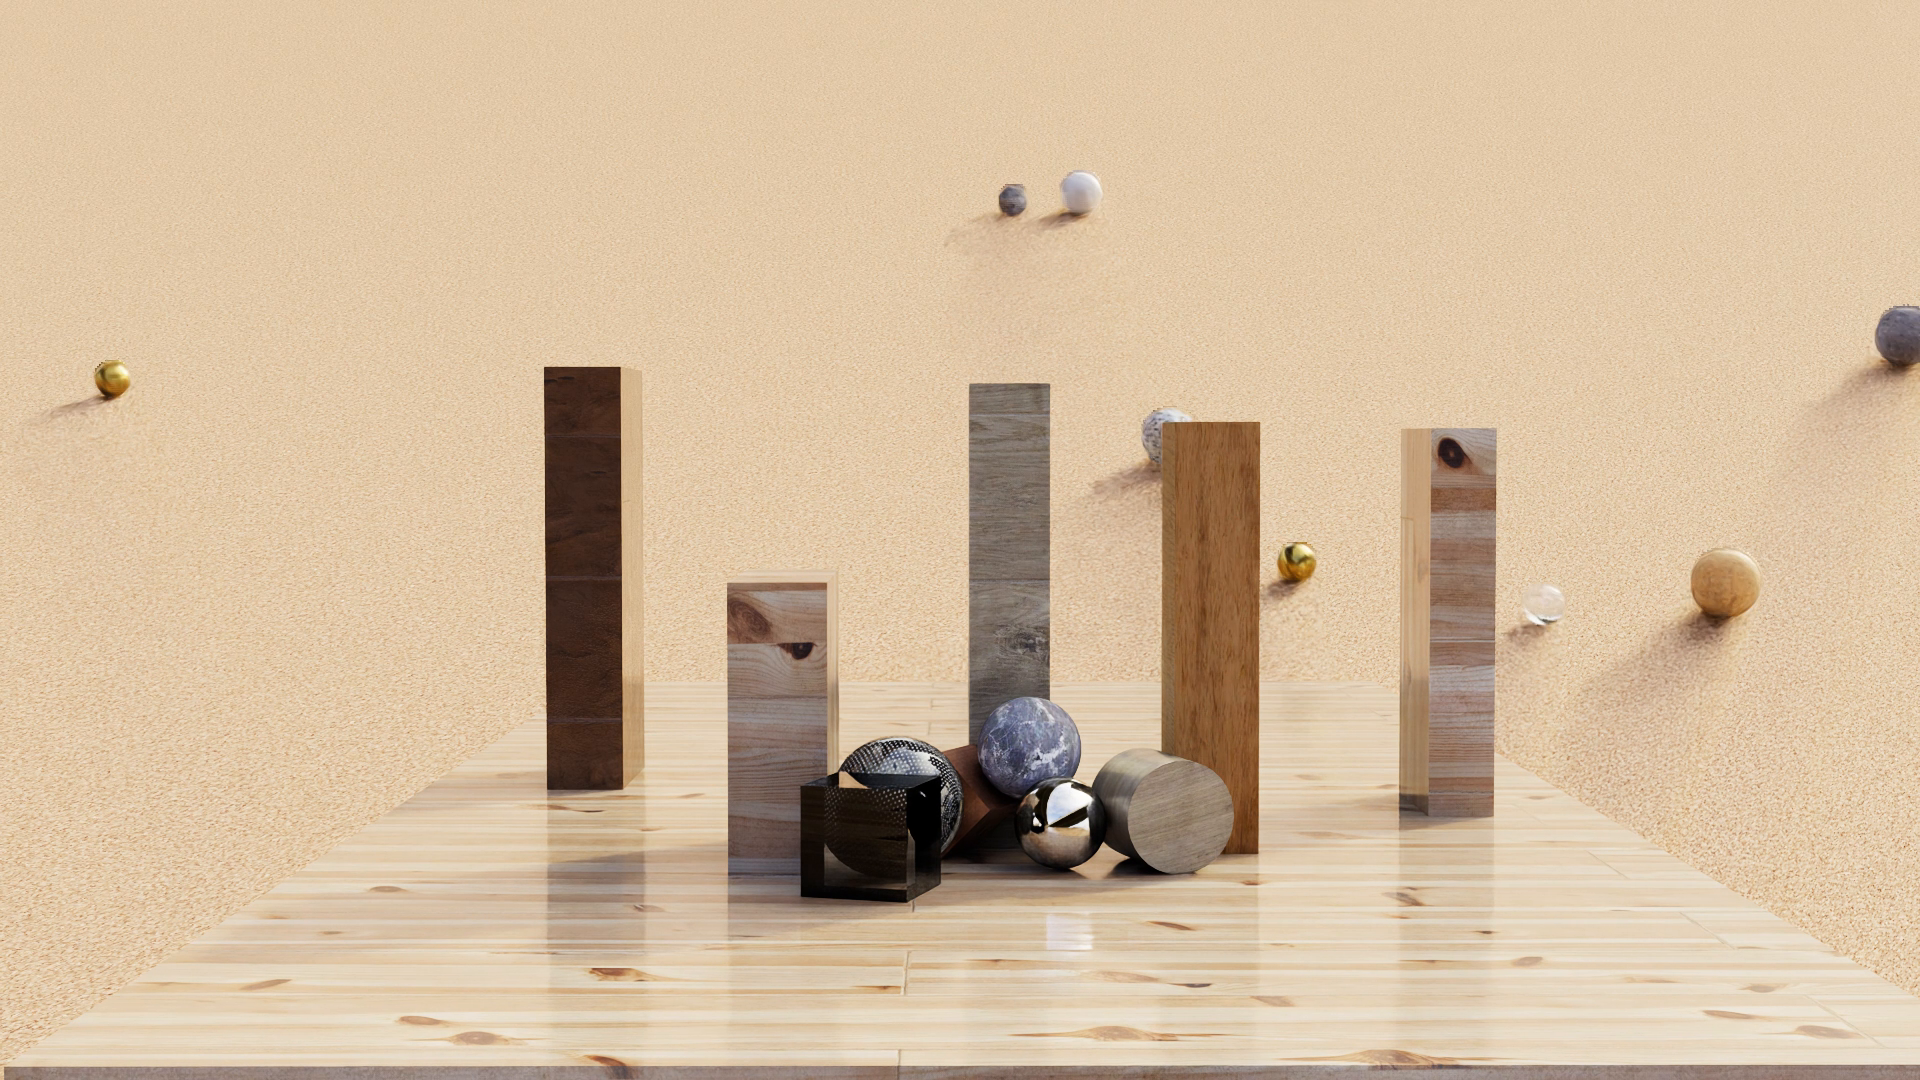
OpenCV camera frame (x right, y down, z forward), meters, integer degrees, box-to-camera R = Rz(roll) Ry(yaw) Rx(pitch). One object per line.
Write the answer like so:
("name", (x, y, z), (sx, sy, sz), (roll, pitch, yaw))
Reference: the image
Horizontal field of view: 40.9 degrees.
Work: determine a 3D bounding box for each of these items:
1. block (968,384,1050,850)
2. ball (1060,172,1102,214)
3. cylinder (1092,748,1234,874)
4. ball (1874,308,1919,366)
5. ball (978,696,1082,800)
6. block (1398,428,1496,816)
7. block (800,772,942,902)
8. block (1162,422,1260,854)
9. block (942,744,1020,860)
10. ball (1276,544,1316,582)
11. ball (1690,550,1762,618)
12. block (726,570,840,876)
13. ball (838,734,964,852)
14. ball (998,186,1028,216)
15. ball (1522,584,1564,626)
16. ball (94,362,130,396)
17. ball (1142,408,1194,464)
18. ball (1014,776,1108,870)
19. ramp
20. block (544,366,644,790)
("block", (0.074, 0.108, 4.053), (0.121, 0.700, 0.381), (0, 2, 0))
("ball", (0.503, -1.439, 10.693), (0.174, 0.174, 0.174), (0, 23, 0))
("cylinder", (0.290, 0.390, 3.725), (0.162, 0.162, 0.162), (-7, 4, -17))
("ball", (3.296, -0.710, 8.979), (0.203, 0.203, 0.203), (0, 23, 0))
("ball", (0.102, 0.307, 3.793), (0.154, 0.154, 0.154), (0, 23, 0))
("block", (0.818, 0.129, 4.334), (0.107, 0.634, 0.281), (0, 2, 0))
("block", (-0.121, 0.404, 3.520), (0.151, 0.151, 0.151), (1, 2, 17))
("block", (0.381, 0.141, 3.938), (0.126, 0.642, 0.243), (0, 2, 0))
("block", (-0.005, 0.387, 3.819), (0.113, 0.113, 0.113), (49, 20, 16))
("ball", (0.956, 0.065, 7.311), (0.111, 0.111, 0.111), (0, 23, 0))
("ball", (2.108, 0.120, 7.087), (0.189, 0.189, 0.189), (0, 23, 0))
("block", (-0.257, 0.260, 3.806), (0.141, 0.416, 0.363), (0, 2, 0))
("ball", (-0.090, 0.376, 3.690), (0.193, 0.193, 0.193), (0, 23, 0))
("ball", (0.221, -1.409, 10.689), (0.122, 0.122, 0.122), (0, 23, 0))
("ball", (1.599, 0.177, 7.050), (0.113, 0.113, 0.113), (0, 23, 0))
("ball", (-2.864, -0.542, 8.701), (0.116, 0.116, 0.116), (0, 23, 0))
("ball", (0.662, -0.323, 8.117), (0.180, 0.180, 0.180), (0, 23, 0))
("ball", (0.144, 0.406, 3.698), (0.134, 0.134, 0.134), (0, 23, 0))
("ramp", (0.054, 0.489, 4.541), (2.000, 0.100, 4.000), (0, 2, 0))
("block", (-0.661, 0.062, 4.673), (0.135, 0.743, 0.312), (0, 2, 0))
